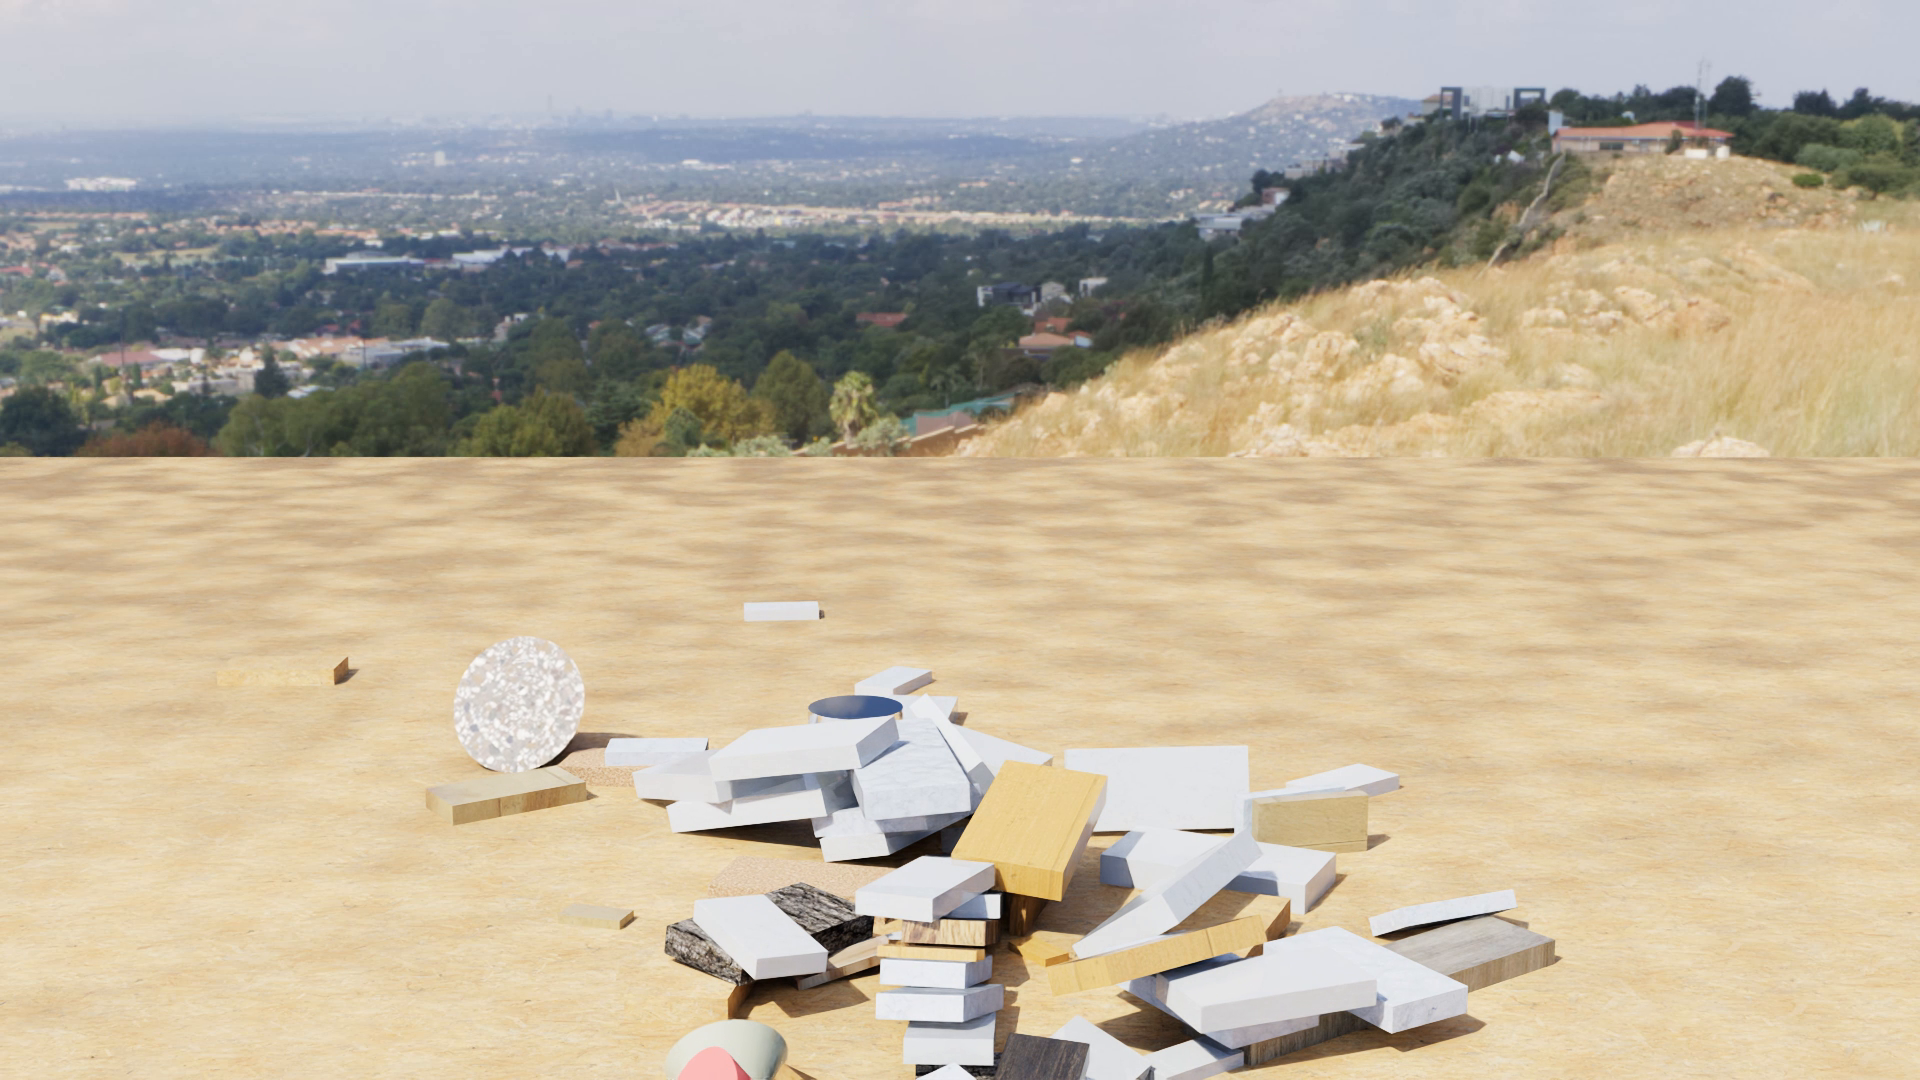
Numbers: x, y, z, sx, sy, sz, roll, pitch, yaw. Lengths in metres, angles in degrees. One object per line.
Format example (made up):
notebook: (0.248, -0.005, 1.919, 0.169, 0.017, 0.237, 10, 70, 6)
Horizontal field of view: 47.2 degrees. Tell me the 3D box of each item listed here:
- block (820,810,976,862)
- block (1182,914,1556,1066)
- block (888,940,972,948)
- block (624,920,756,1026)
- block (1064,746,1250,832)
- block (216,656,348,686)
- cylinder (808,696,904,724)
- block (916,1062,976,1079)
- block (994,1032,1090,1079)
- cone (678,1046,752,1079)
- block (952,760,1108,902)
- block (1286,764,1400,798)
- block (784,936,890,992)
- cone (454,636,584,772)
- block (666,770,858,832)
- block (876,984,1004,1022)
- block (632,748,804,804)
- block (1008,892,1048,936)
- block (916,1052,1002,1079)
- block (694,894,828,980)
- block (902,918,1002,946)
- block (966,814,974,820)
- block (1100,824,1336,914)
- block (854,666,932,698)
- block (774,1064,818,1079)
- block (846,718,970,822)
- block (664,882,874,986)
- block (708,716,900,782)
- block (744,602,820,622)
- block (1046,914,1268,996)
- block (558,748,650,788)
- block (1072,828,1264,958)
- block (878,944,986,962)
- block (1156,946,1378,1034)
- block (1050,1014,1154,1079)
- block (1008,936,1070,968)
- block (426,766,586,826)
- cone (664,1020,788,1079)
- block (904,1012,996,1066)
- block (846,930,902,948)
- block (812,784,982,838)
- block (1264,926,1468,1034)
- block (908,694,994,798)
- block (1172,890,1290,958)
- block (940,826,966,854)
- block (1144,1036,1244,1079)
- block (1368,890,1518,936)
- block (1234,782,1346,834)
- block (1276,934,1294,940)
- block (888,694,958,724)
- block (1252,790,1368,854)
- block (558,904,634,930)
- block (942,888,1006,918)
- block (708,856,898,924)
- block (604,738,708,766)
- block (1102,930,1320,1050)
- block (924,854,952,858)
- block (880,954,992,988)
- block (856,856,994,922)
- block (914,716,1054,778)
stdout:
block: (-0.105, 0.505, 3.903, 0.142, 0.040, 0.284, -12, 3, 35)
block: (0.611, 0.652, 3.226, 0.633, 0.039, 0.139, -8, 13, -35)
block: (-0.045, 0.611, 3.303, 0.115, 0.016, 0.058, 5, -9, -16)
block: (-0.383, 0.642, 3.274, 0.152, 0.043, 0.303, 1, 11, 8)
block: (0.358, 0.451, 3.994, 0.330, 0.148, 0.042, -1, -7, -4)
block: (-1.571, 0.304, 5.108, 0.266, 0.038, 0.133, 0, 11, -1)
cylinder: (-0.197, 0.404, 4.175, 0.180, 0.180, 0.180, 0, 11, 0)
block: (0.017, 0.729, 2.688, 0.117, 0.033, 0.234, -16, 27, -34)
block: (0.089, 0.686, 2.693, 0.104, 0.029, 0.207, 5, 27, 12)
cone: (-0.242, 0.732, 2.678, 0.185, 0.185, 0.185, 25, -3, -29)
block: (0.117, 0.468, 3.584, 0.179, 0.051, 0.357, 8, 21, 13)
block: (0.735, 0.472, 4.223, 0.206, 0.029, 0.103, -8, 13, -38)
block: (-0.177, 0.636, 3.312, 0.172, 0.016, 0.058, -14, 16, -25)
cone: (-0.853, 0.367, 4.528, 0.278, 0.278, 0.278, 3, -16, 13)
block: (-0.337, 0.466, 3.968, 0.348, 0.049, 0.174, -10, 4, 32)
block: (-0.025, 0.640, 3.053, 0.121, 0.034, 0.241, -1, -8, 14)
block: (-0.453, 0.435, 4.077, 0.174, 0.049, 0.348, -14, 4, -33)
block: (0.115, 0.567, 3.548, 0.025, 0.087, 0.175, 7, 12, 15)
block: (0.000, 0.727, 2.843, 0.117, 0.033, 0.234, 0, 11, -1)
block: (-0.292, 0.576, 3.201, 0.112, 0.032, 0.223, 0, 13, -30)
block: (-0.011, 0.589, 3.321, 0.123, 0.035, 0.246, 1, -9, 7)
block: (0.033, 0.502, 4.094, 0.125, 0.018, 0.063, 3, 11, 16)
block: (0.437, 0.555, 3.720, 0.357, 0.051, 0.179, 5, 12, 25)
block: (-0.150, 0.326, 5.016, 0.097, 0.027, 0.194, 5, 12, 26)
block: (-0.132, 0.719, 2.703, 0.112, 0.032, 0.223, 35, -9, -34)
block: (-0.104, 0.393, 3.822, 0.174, 0.049, 0.474, -5, 9, -8)
block: (-0.284, 0.591, 3.319, 0.152, 0.043, 0.303, 15, 14, 35)
block: (-0.273, 0.365, 3.848, 0.300, 0.042, 0.150, -8, 11, 27)
block: (-0.469, 0.187, 5.766, 0.194, 0.027, 0.097, -1, 11, -6)
block: (0.274, 0.575, 3.045, 0.278, 0.039, 0.139, -7, -12, -34)
block: (-0.642, 0.449, 4.327, 0.266, 0.038, 0.133, 1, 11, 8)
block: (0.329, 0.559, 3.431, 0.179, 0.051, 0.357, -36, -8, 29)
block: (-0.041, 0.594, 3.166, 0.146, 0.015, 0.054, 0, -8, 14)
block: (0.417, 0.611, 3.000, 0.266, 0.038, 0.133, -4, 11, -21)
block: (0.146, 0.701, 2.848, 0.121, 0.034, 0.241, 29, 21, 21)
block: (0.121, 0.634, 3.394, 0.046, 0.013, 0.093, -8, 13, -36)
block: (-0.857, 0.481, 4.153, 0.266, 0.038, 0.133, -7, 13, -34)
cone: (-0.284, 0.720, 2.772, 0.160, 0.160, 0.160, -3, 37, -14)
block: (-0.012, 0.673, 2.978, 0.117, 0.033, 0.234, 0, -3, 2)
block: (-0.120, 0.631, 3.401, 0.115, 0.016, 0.058, -7, 13, -34)
block: (-0.111, 0.469, 3.813, 0.284, 0.040, 0.142, -11, 3, 44)
block: (0.577, 0.626, 3.150, 0.139, 0.039, 0.278, -6, 12, -30)
block: (0.009, 0.408, 4.088, 0.042, 0.148, 0.296, -38, 29, -4)
block: (0.412, 0.607, 3.401, 0.133, 0.038, 0.266, 4, 12, 23)
block: (0.074, 0.512, 3.766, 0.142, 0.040, 0.284, -3, -5, -16)
block: (0.308, 0.708, 2.978, 0.142, 0.020, 0.071, -8, 13, -36)
block: (0.763, 0.589, 3.472, 0.207, 0.029, 0.103, -5, -17, -23)
block: (0.586, 0.494, 3.904, 0.206, 0.103, 0.029, -4, 11, -21)
block: (0.502, 0.633, 3.403, 0.046, 0.013, 0.093, 9, 14, 41)
block: (-0.103, 0.398, 4.587, 0.150, 0.042, 0.417, 1, 11, 7)
block: (0.615, 0.501, 3.865, 0.206, 0.103, 0.029, -3, 11, -14)
block: (-0.586, 0.606, 3.540, 0.108, 0.015, 0.054, 3, 11, 16)
block: (0.007, 0.572, 3.472, 0.123, 0.035, 0.246, 1, -7, 3)
block: (-0.248, 0.576, 3.628, 0.300, 0.042, 0.150, 3, 11, 14)
block: (-0.595, 0.416, 4.324, 0.194, 0.027, 0.097, 0, 11, -2)
block: (0.350, 0.632, 3.112, 0.152, 0.043, 0.303, -6, 12, -31)
block: (-0.001, 0.544, 3.706, 0.087, 0.025, 0.175, 0, -6, -11)
block: (-0.032, 0.623, 3.193, 0.121, 0.034, 0.241, 1, -8, 10)
block: (-0.050, 0.525, 3.319, 0.123, 0.035, 0.246, 2, 5, 22)
block: (0.018, 0.420, 4.324, 0.296, 0.042, 0.148, 16, 16, 21)
